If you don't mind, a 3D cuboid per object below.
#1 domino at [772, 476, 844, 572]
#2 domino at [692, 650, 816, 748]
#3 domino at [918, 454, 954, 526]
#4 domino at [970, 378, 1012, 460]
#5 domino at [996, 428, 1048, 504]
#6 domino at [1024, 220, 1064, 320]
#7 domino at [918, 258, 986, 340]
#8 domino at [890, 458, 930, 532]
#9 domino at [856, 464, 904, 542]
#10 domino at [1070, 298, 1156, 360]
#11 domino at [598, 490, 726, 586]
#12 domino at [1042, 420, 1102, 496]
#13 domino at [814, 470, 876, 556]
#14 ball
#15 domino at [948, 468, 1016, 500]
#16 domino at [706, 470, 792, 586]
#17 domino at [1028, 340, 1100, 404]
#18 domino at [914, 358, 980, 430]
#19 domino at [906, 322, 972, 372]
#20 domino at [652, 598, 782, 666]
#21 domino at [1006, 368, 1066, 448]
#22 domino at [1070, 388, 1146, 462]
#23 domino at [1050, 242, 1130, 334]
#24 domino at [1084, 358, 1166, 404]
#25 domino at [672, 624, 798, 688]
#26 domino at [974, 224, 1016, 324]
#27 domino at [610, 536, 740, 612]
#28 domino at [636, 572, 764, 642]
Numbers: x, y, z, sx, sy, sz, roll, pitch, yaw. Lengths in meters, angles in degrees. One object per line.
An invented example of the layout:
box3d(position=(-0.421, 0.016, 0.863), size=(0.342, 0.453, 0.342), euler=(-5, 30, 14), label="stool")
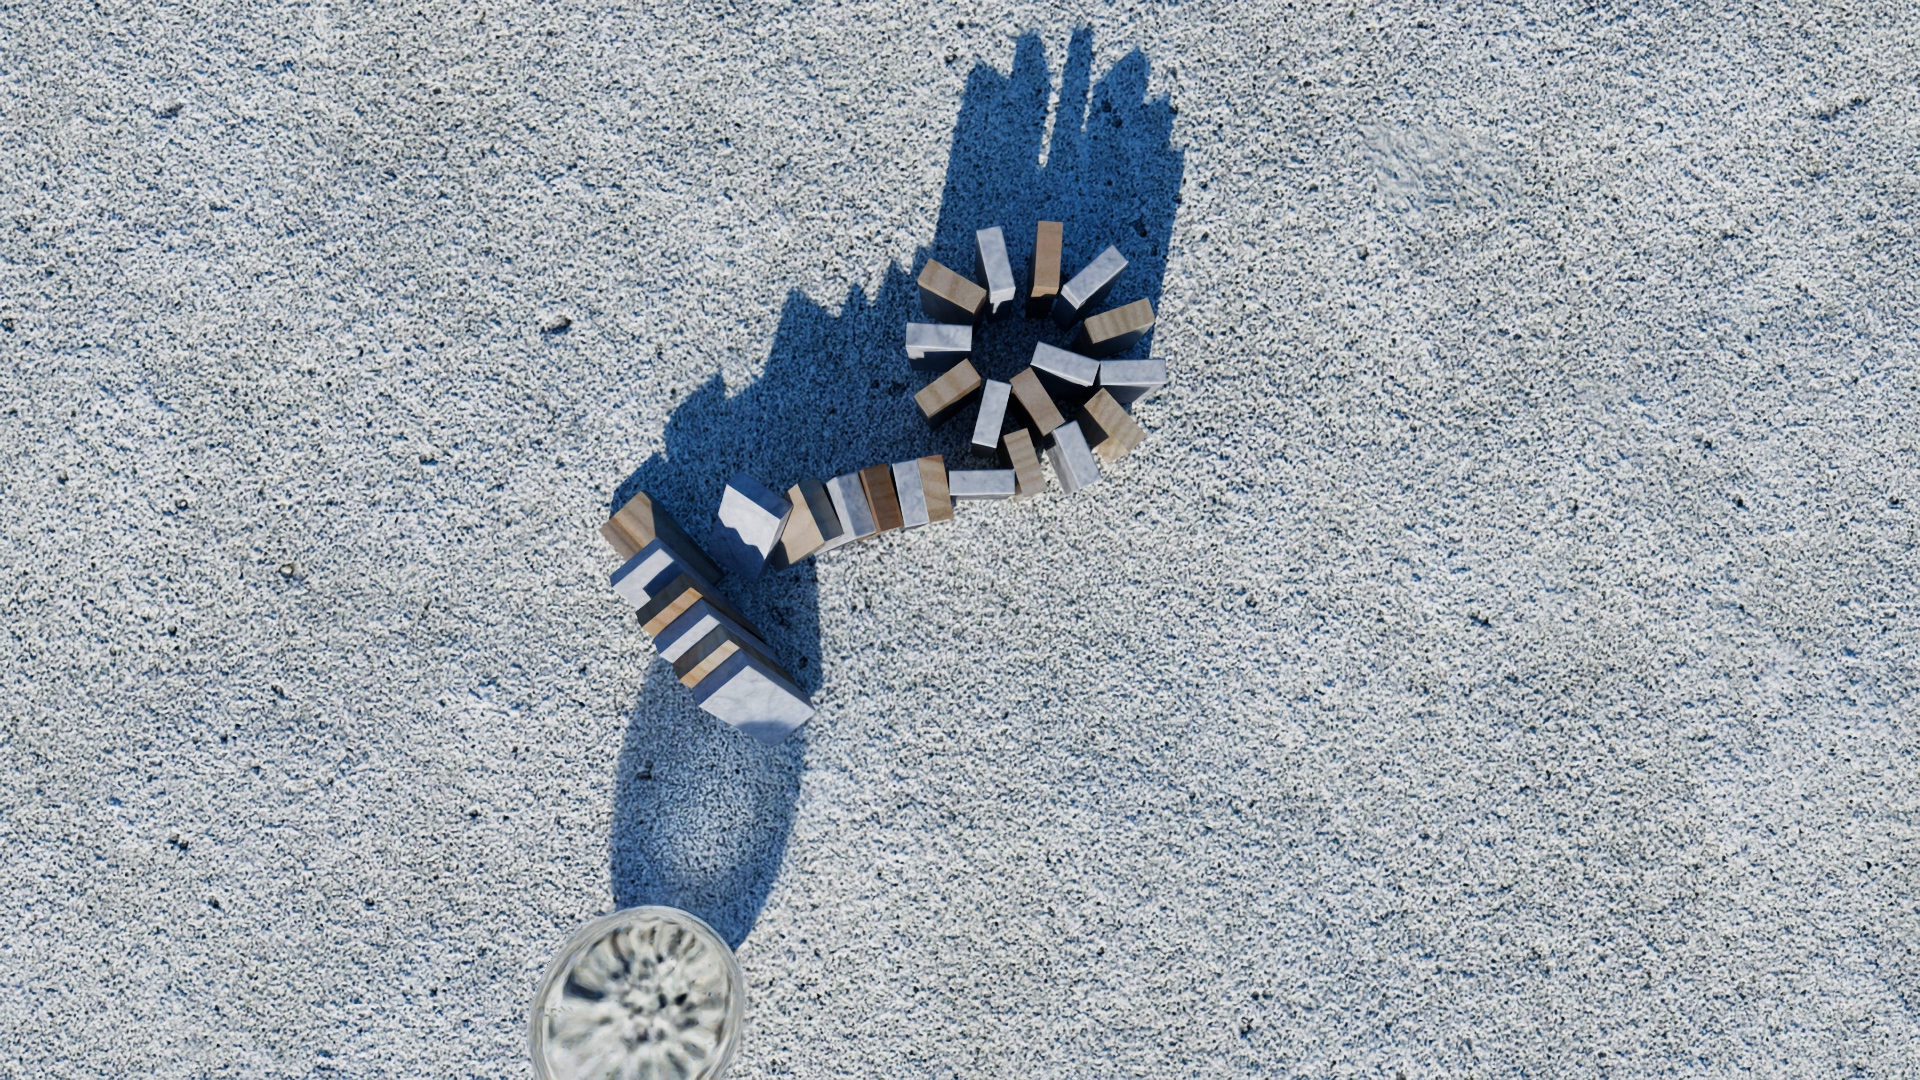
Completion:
box3d(position=(-0.067, -0.005, 0.377), size=(0.009, 0.050, 0.025), euler=(-25, 89, -37), label="domino")
box3d(position=(-0.084, 0.066, 0.378), size=(0.025, 0.050, 0.010), euler=(-40, 49, 0), label="domino")
box3d(position=(-0.010, -0.020, 0.375), size=(0.010, 0.050, 0.025), euler=(-11, 90, -1), label="domino")
box3d(position=(0.012, -0.049, 0.375), size=(0.010, 0.050, 0.025), euler=(14, 90, 0), label="domino")
box3d(position=(0.025, -0.029, 0.375), size=(0.009, 0.050, 0.025), euler=(-19, 90, -1), label="domino")
box3d(position=(0.034, -0.109, 0.375), size=(0.009, 0.050, 0.025), euler=(4, 90, 0), label="domino")
box3d(position=(-0.003, -0.097, 0.375), size=(0.025, 0.050, 0.009), euler=(30, 90, 0), label="domino")
box3d(position=(-0.021, -0.017, 0.375), size=(0.010, 0.050, 0.025), euler=(-11, 90, -6), label="domino")
box3d(position=(-0.037, -0.014, 0.375), size=(0.010, 0.050, 0.025), euler=(-16, 90, -18), label="domino")
box3d(position=(0.062, -0.084, 0.375), size=(0.025, 0.050, 0.010), euler=(-19, 90, 0), label="domino")
box3d(position=(-0.128, 0.006, 0.395), size=(0.025, 0.010, 0.050), euler=(-43, 90, 0), label="domino")
box3d(position=(0.045, -0.033, 0.375), size=(0.010, 0.050, 0.025), euler=(-24, 90, 0), label="domino")
box3d(position=(-0.051, -0.010, 0.376), size=(0.010, 0.050, 0.025), euler=(-18, 90, -28), label="domino")
box3d(position=(-0.126, 0.186, 0.360), size=(0.080, 0.080, 0.080), euler=(0, 90, 0), label="ball")
box3d(position=(0.008, -0.022, 0.375), size=(0.025, 0.050, 0.009), euler=(-1, 90, -1), label="domino")
box3d(position=(-0.087, -0.004, 0.378), size=(0.025, 0.050, 0.010), euler=(34, 49, 0), label="domino")
box3d(position=(0.040, -0.068, 0.375), size=(0.025, 0.050, 0.009), euler=(19, 90, 0), label="domino")
box3d(position=(-0.005, -0.058, 0.375), size=(0.025, 0.050, 0.009), euler=(-35, 90, 0), label="domino")
box3d(position=(-0.008, -0.078, 0.375), size=(0.025, 0.050, 0.009), euler=(4, 90, 0), label="domino")
box3d(position=(-0.099, 0.046, 0.378), size=(0.025, 0.050, 0.010), euler=(-40, 49, 0), label="domino")
box3d(position=(0.030, -0.053, 0.375), size=(0.010, 0.050, 0.025), euler=(-33, 90, 0), label="domino")
box3d(position=(0.060, -0.046, 0.375), size=(0.010, 0.050, 0.025), euler=(-42, 90, 0), label="domino")
box3d(position=(0.052, -0.102, 0.375), size=(0.025, 0.050, 0.009), euler=(-41, 90, 0), label="domino")
box3d(position=(0.066, -0.064, 0.375), size=(0.025, 0.050, 0.009), euler=(-1, 90, 0), label="domino")
box3d(position=(-0.092, 0.056, 0.378), size=(0.025, 0.050, 0.010), euler=(-40, 49, 0), label="domino")
box3d(position=(0.014, -0.107, 0.375), size=(0.009, 0.050, 0.025), euler=(-13, 90, 0), label="domino")
box3d(position=(-0.117, 0.024, 0.381), size=(0.025, 0.009, 0.050), euler=(-39, 128, 0), label="domino")
box3d(position=(-0.106, 0.036, 0.378), size=(0.025, 0.050, 0.010), euler=(-40, 49, 0), label="domino")
